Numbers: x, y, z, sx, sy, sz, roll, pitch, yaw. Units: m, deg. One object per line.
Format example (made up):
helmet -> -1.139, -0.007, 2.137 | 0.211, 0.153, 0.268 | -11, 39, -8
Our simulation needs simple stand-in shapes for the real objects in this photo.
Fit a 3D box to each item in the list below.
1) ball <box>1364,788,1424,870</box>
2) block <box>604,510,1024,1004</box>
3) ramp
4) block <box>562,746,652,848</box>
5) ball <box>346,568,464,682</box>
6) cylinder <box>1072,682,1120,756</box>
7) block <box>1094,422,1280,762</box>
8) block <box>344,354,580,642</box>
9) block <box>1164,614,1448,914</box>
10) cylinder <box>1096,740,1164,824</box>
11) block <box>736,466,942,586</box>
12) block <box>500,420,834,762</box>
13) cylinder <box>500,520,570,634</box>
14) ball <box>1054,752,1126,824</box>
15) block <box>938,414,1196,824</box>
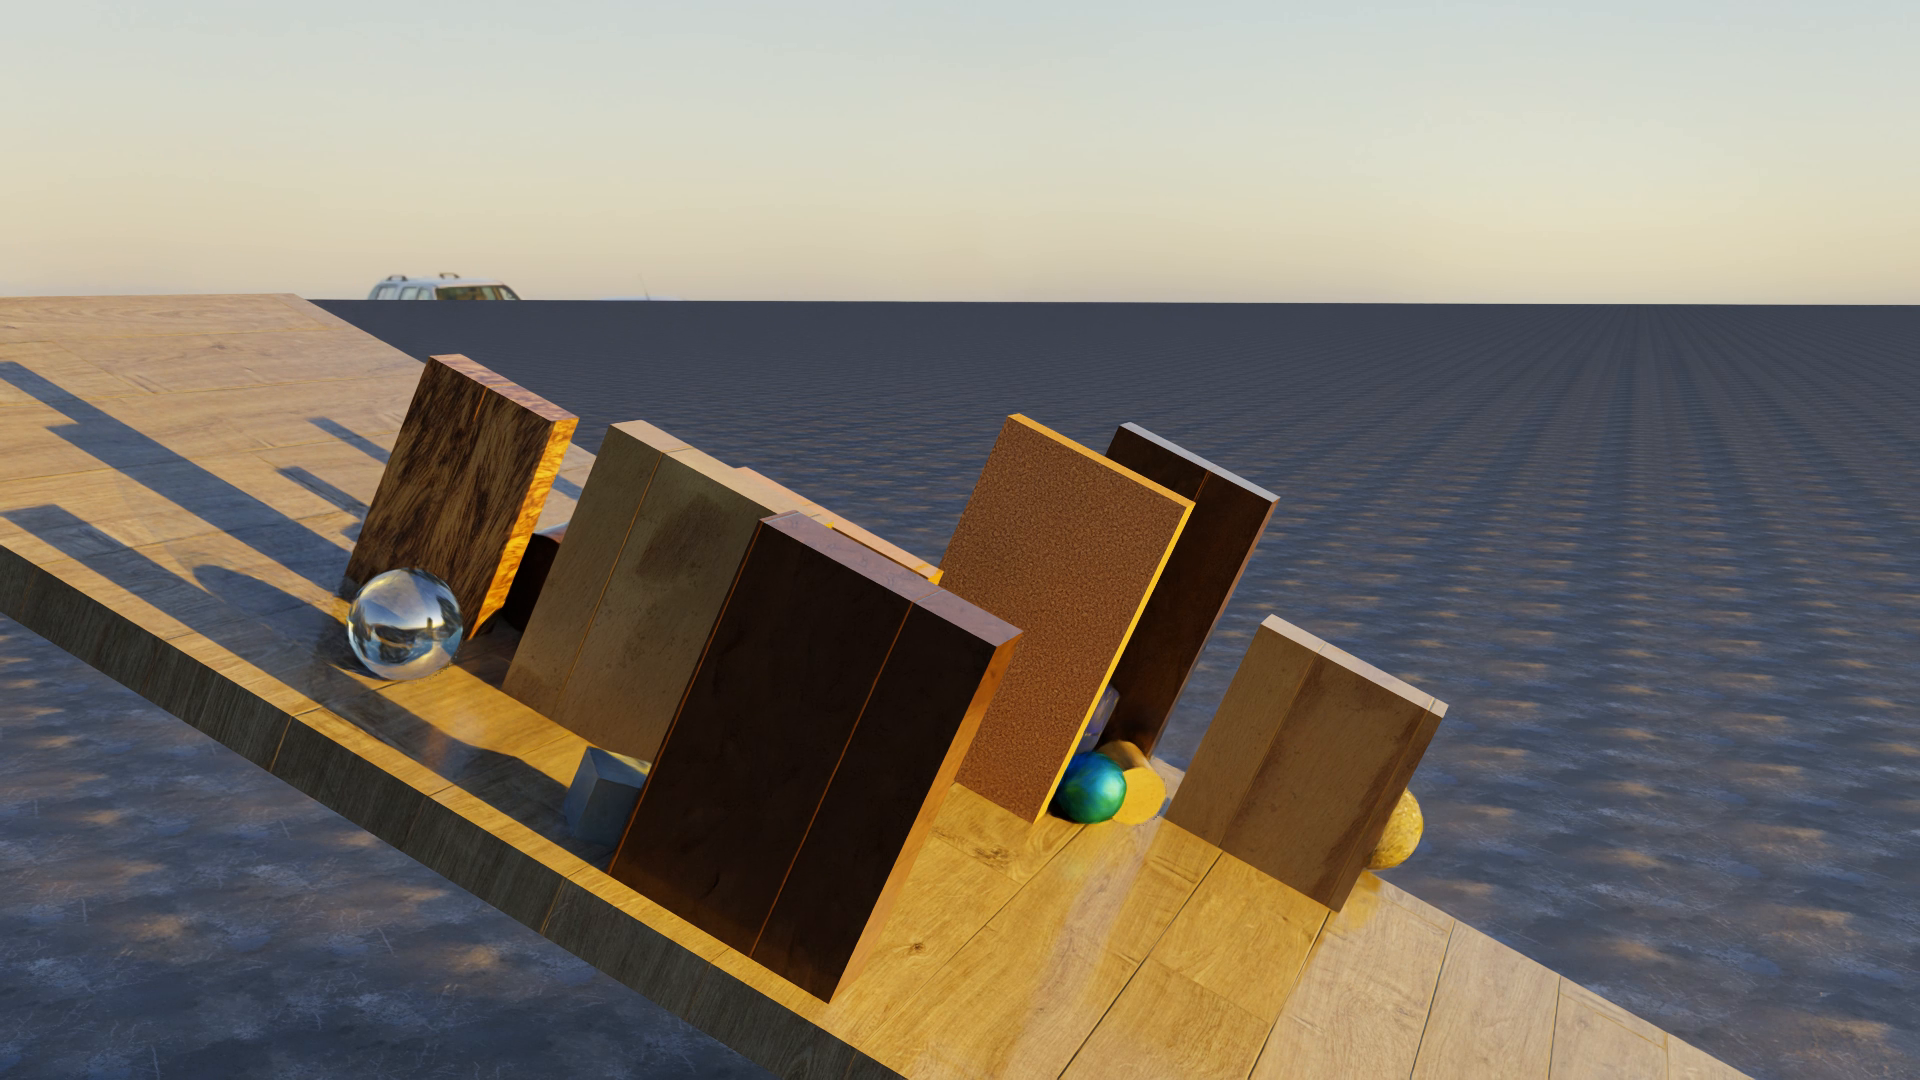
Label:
ball -> 0.929, 0.632, 4.911 | 0.207, 0.207, 0.207 | 0, 7, 0
block -> -0.219, 0.315, 3.240 | 0.392, 0.597, 0.141 | 28, 14, 12
ramp -> -0.262, 0.446, 4.169 | 4.000, 0.100, 2.000 | 28, 14, 12
block -> -0.538, 0.402, 3.404 | 0.107, 0.107, 0.107 | 19, 15, -24
ball -> -0.906, 0.139, 3.594 | 0.185, 0.185, 0.185 | 0, 7, 0
cylinder -> 0.233, 0.358, 4.558 | 0.149, 0.149, 0.149 | 23, 15, -7
block -> 0.353, 0.150, 4.632 | 0.353, 0.708, 0.103 | 28, 14, 12
block -> -0.887, -0.076, 3.909 | 0.258, 0.435, 0.106 | 28, 14, 12
block -> 0.722, 0.464, 4.601 | 0.411, 0.468, 0.140 | 28, 14, 12
cylinder -> 0.340, 0.499, 4.529 | 0.129, 0.129, 0.129 | -2, 21, -14
block -> -0.313, 0.156, 4.036 | 0.424, 0.432, 0.087 | 28, 14, 12
block -> -0.498, 0.114, 3.711 | 0.385, 0.508, 0.122 | 28, 14, 12
cylinder -> -0.738, 0.068, 4.103 | 0.195, 0.195, 0.195 | 3, 11, 20
ball -> 0.260, 0.493, 4.379 | 0.144, 0.144, 0.144 | 0, 7, 0
block -> 0.128, 0.153, 4.260 | 0.385, 0.693, 0.082 | 28, 14, 12
